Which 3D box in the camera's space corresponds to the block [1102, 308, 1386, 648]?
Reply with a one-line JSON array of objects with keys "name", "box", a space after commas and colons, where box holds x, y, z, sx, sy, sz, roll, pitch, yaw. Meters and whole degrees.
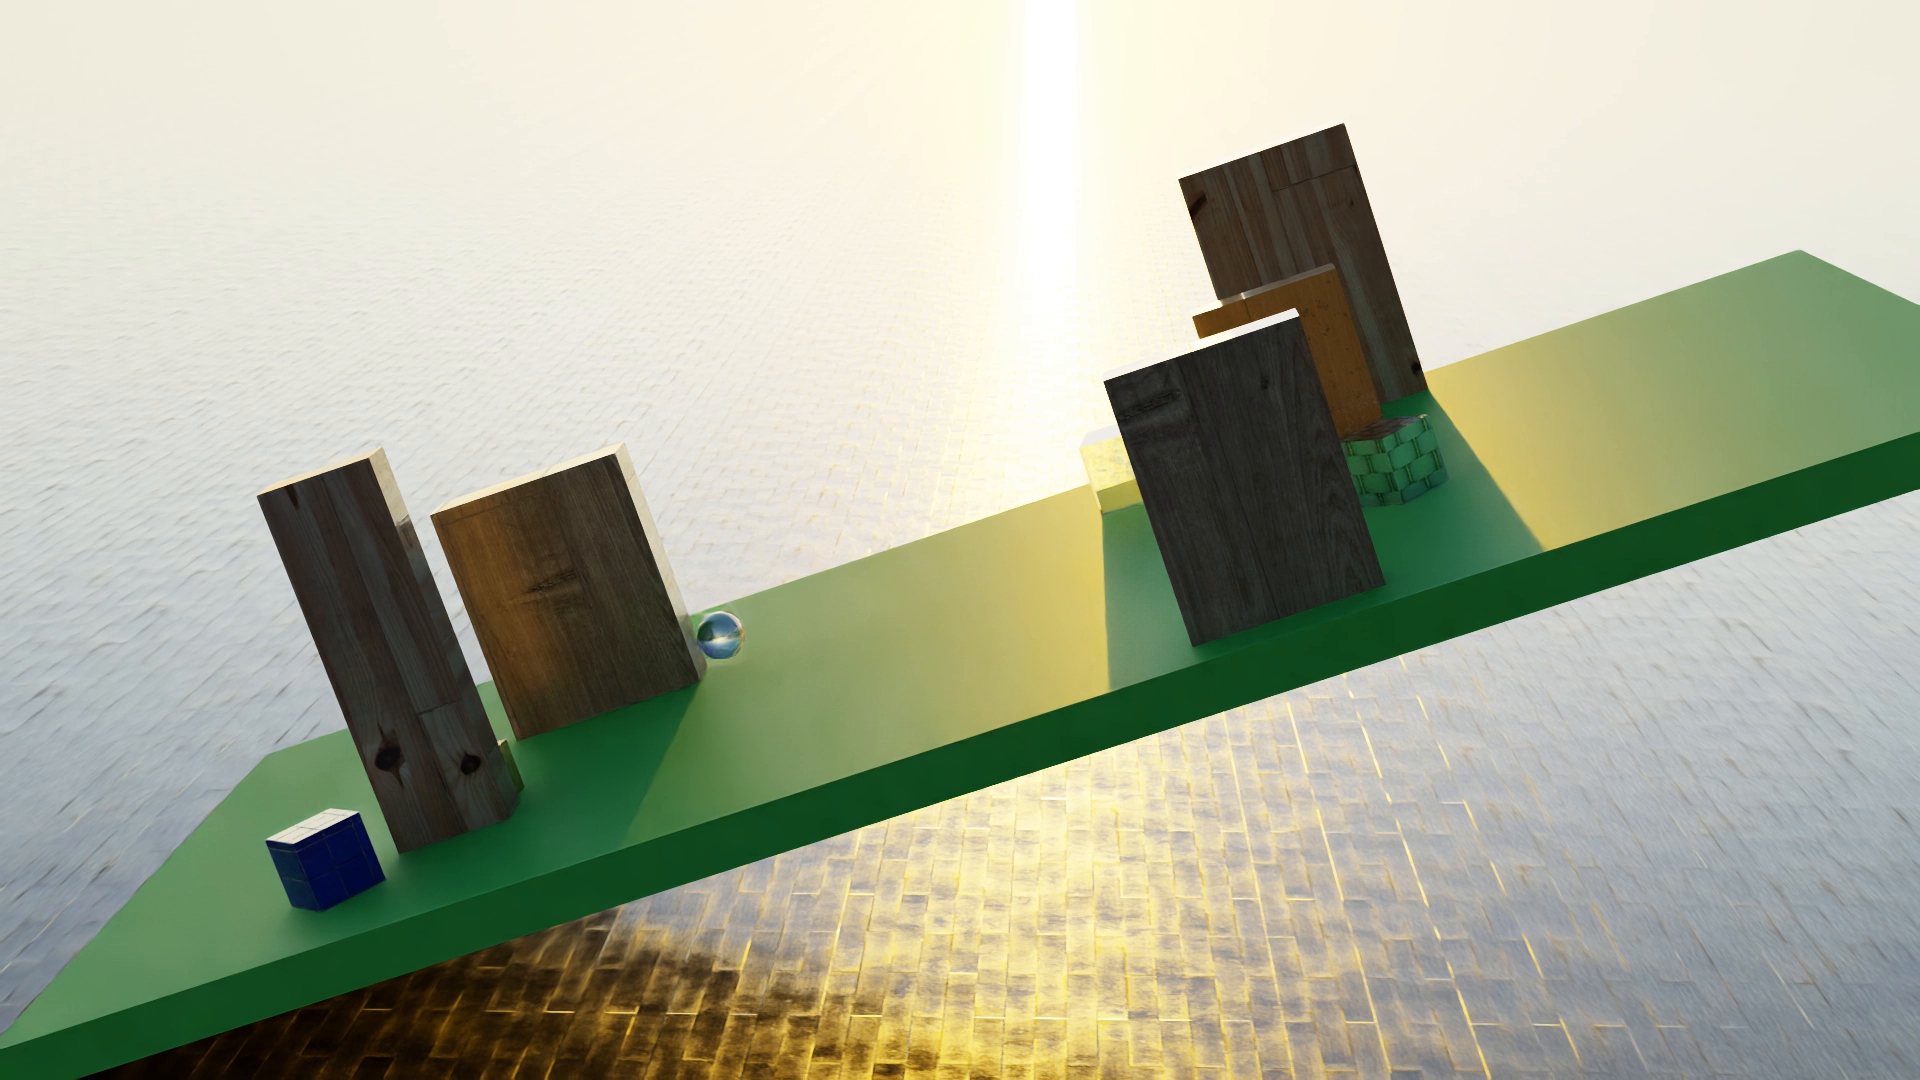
[{"name": "block", "box": [0.519, -0.113, 5.382, 0.370, 0.521, 0.101, -18, 11, 6]}]

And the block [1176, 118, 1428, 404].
[{"name": "block", "box": [0.810, -0.613, 6.970, 0.407, 0.662, 0.125, -18, 11, 6]}]

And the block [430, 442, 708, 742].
[{"name": "block", "box": [-0.873, 0.116, 6.595, 0.440, 0.547, 0.137, -18, 11, 6]}]

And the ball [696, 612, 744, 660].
[{"name": "ball", "box": [-0.542, 0.217, 6.662, 0.109, 0.109, 0.109, 0, 12, 0]}]

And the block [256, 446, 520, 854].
[{"name": "block", "box": [-1.145, 0.224, 5.915, 0.240, 0.780, 0.120, -18, 11, 6]}]

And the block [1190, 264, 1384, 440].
[{"name": "block", "box": [0.706, -0.310, 6.190, 0.313, 0.461, 0.094, -18, 11, 6]}]

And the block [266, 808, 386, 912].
[{"name": "block", "box": [-1.248, 0.629, 5.781, 0.147, 0.147, 0.147, -26, 13, -32]}]

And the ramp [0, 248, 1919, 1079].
[{"name": "ramp", "box": [0.108, 0.180, 6.304, 4.000, 0.100, 2.000, -18, 11, 6]}]

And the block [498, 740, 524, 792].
[{"name": "block", "box": [-0.988, 0.494, 6.096, 0.109, 0.109, 0.109, -16, 11, 15]}]

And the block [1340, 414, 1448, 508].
[{"name": "block", "box": [0.880, -0.160, 6.001, 0.142, 0.142, 0.142, -27, 13, -34]}]

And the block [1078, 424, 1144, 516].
[{"name": "block", "box": [0.392, -0.178, 6.860, 0.169, 0.169, 0.169, -17, 11, 13]}]
